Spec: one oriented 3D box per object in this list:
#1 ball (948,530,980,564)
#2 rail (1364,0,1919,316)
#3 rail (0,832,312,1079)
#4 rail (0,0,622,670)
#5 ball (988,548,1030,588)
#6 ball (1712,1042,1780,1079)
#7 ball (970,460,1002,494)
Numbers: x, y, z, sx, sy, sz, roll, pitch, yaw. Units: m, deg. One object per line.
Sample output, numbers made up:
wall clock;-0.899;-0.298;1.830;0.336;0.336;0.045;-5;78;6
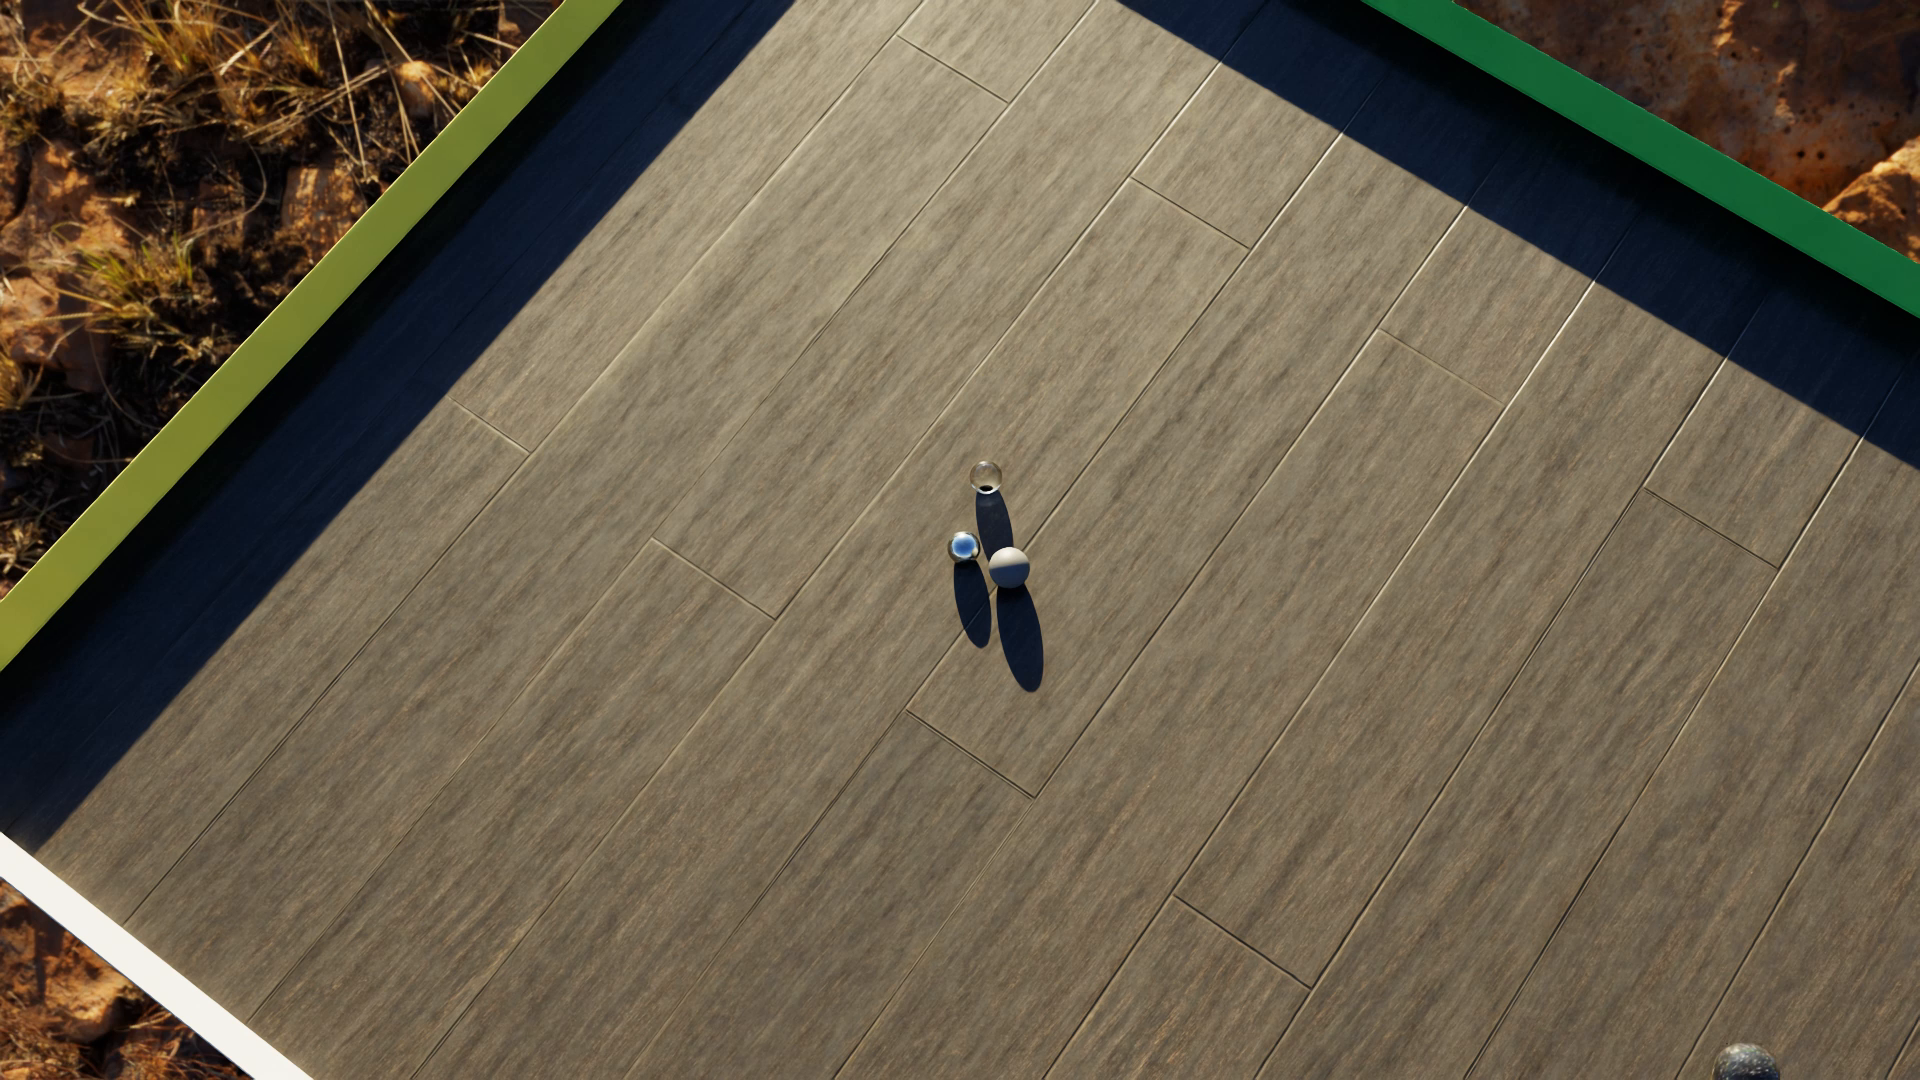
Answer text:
ball;0.006;0.012;3.495;0.054;0.054;0.054;0;68;0
rail;1.632;-0.355;3.607;4.449;0.121;0.045;34;72;13
rail;0.177;1.529;2.841;4.449;0.121;0.045;34;72;13
rail;-0.885;-0.599;3.706;0.045;0.121;2.548;34;72;13
ball;0.078;0.044;3.475;0.066;0.066;0.066;0;68;0
ball;1.132;0.771;3.165;0.093;0.093;0.093;0;68;0
ball;0.042;-0.101;3.541;0.054;0.054;0.054;0;68;0
